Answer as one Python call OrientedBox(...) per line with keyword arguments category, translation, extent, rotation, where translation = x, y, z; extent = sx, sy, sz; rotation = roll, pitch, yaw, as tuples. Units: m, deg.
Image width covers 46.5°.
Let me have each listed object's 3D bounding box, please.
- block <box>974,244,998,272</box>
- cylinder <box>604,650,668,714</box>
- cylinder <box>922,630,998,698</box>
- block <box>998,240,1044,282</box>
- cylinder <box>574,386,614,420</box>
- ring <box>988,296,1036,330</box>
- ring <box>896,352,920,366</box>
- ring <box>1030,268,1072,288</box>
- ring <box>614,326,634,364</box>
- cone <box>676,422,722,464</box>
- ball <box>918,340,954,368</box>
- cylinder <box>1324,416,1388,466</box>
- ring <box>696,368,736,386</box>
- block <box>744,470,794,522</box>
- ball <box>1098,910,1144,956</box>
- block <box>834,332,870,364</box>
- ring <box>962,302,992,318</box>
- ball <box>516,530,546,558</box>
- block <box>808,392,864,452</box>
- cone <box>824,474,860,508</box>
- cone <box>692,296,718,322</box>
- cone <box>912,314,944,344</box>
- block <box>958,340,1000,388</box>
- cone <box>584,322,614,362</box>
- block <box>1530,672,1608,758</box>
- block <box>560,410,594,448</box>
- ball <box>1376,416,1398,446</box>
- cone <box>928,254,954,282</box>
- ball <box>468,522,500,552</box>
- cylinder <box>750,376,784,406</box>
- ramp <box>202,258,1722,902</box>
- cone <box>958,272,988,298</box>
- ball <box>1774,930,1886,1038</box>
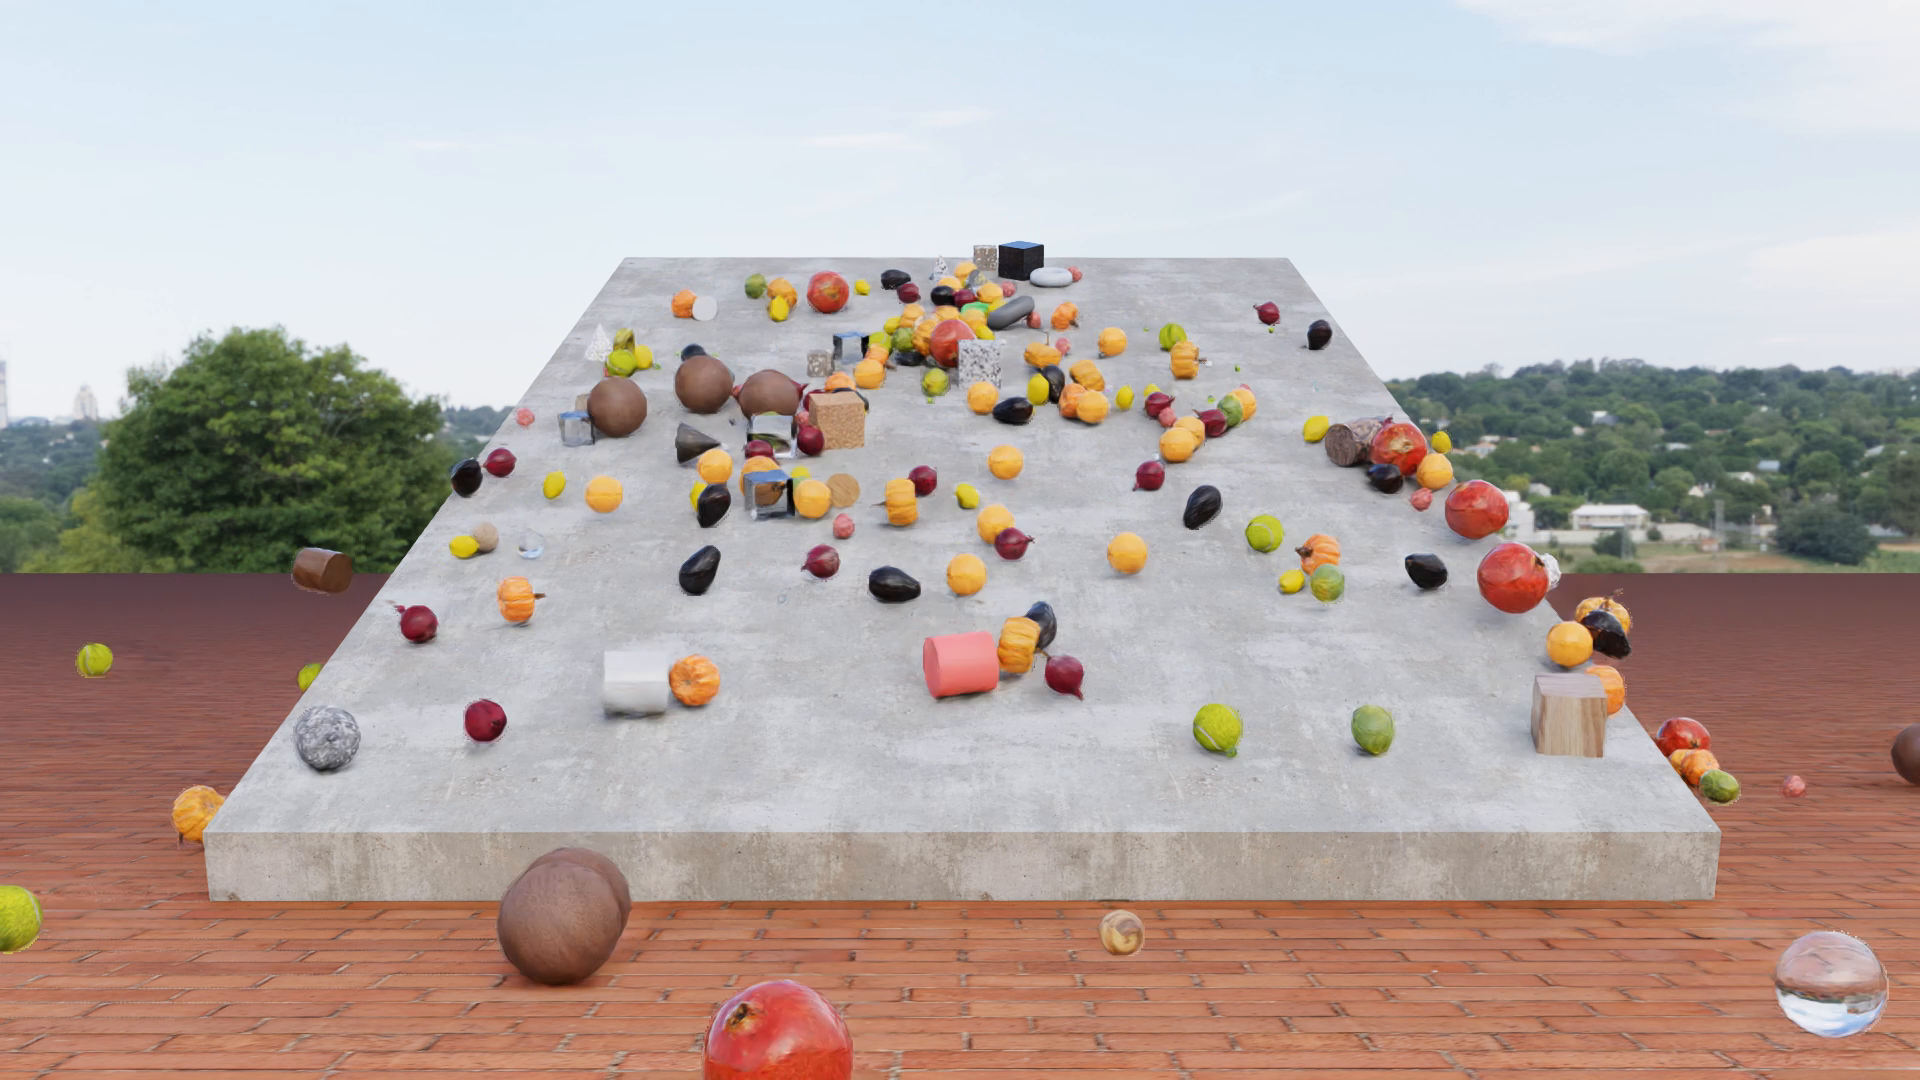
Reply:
OrientedBox(category="block", translation=(0.074, -0.828, 6.567), extent=(0.065, 0.065, 0.065), rotation=(-1, 18, -4))
OrientedBox(category="cylinder", translation=(-0.479, 0.211, 3.309), extent=(0.092, 0.092, 0.092), rotation=(-1, -1, -9))
OrientedBox(category="cylinder", translation=(0.001, 0.188, 3.397), extent=(0.092, 0.092, 0.092), rotation=(-6, 1, -17))
OrientedBox(category="block", translation=(0.176, -0.805, 6.452), extent=(0.093, 0.093, 0.093), rotation=(15, 23, 38))
OrientedBox(category="cylinder", translation=(-0.807, -0.300, 4.940), extent=(0.065, 0.065, 0.065), rotation=(0, 18, 22))
OrientedBox(category="ring", translation=(0.133, -0.591, 5.806), extent=(0.137, 0.046, 0.137), rotation=(-28, 9, 5))
OrientedBox(category="ring", translation=(-0.118, -0.441, 5.440), extent=(0.077, 0.026, 0.077), rotation=(1, 18, 0))
OrientedBox(category="ring", translation=(0.259, -0.746, 6.357), extent=(0.122, 0.041, 0.122), rotation=(1, 19, 0))
OrientedBox(category="ring", translation=(-0.812, -0.469, 5.407), extent=(0.031, 0.093, 0.093), rotation=(6, 1, 13))
OrientedBox(category="cone", translation=(-0.527, -0.198, 4.573), extent=(0.086, 0.086, 0.086), rotation=(0, -1, 9))
OrientedBox(category="ball", translation=(-0.059, -0.441, 5.431), extent=(0.090, 0.090, 0.090), rotation=(0, -1, 0))
OrientedBox(category="cylinder", translation=(0.816, -0.203, 4.608), extent=(0.090, 0.090, 0.090), rotation=(-13, 7, -35))
OrientedBox(category="ring", translation=(-0.573, -0.382, 5.249), extent=(0.091, 0.030, 0.091), rotation=(-1, 17, 0))
OrientedBox(category="block", translation=(-0.364, -0.085, 4.265), extent=(0.075, 0.075, 0.075), rotation=(-7, 19, -21))
OrientedBox(category="ball", translation=(0.184, 0.449, 2.555), extent=(0.052, 0.052, 0.052), rotation=(0, -1, 0))
OrientedBox(category="block", translation=(-0.265, -0.469, 5.464), extent=(0.064, 0.064, 0.064), rotation=(-10, 20, -28))
OrientedBox(category="ring", translation=(0.044, -0.614, 5.971), extent=(0.083, 0.028, 0.083), rotation=(-1, 19, 0))
OrientedBox(category="ball", translation=(-0.770, 0.009, 4.015), extent=(0.050, 0.050, 0.050), rotation=(0, -1, 0))
OrientedBox(category="block", translation=(-0.262, -0.252, 4.741), extent=(0.099, 0.099, 0.099), rotation=(-5, 19, -14))
OrientedBox(category="cone", translation=(-0.230, -0.090, 4.354), extent=(0.068, 0.068, 0.068), rotation=(0, -9, -5))
OrientedBox(category="cone", translation=(-0.663, -0.605, 5.930), extent=(0.072, 0.072, 0.072), rotation=(0, -10, 16))
OrientedBox(category="cone", translation=(-0.091, -0.518, 5.659), extent=(0.085, 0.085, 0.085), rotation=(0, -14, -14))
OrientedBox(category="block", translation=(0.044, -0.412, 5.240), extent=(0.096, 0.096, 0.096), rotation=(-1, 18, -2))
OrientedBox(category="cone", translation=(-0.883, -0.492, 5.494), extent=(0.088, 0.088, 0.088), rotation=(0, 18, 0))
OrientedBox(category="block", translation=(0.874, 0.250, 3.214), extent=(0.090, 0.090, 0.090), rotation=(2, 18, 7))
OrientedBox(category="block", translation=(-0.814, -0.236, 4.750), extent=(0.061, 0.061, 0.061), rotation=(-6, 19, -19))
OrientedBox(category="ball", translation=(0.890, -0.229, 4.727), extent=(0.066, 0.066, 0.066), rotation=(0, -1, 0))
OrientedBox(category="cone", translation=(-0.056, -0.782, 6.407), extent=(0.077, 0.077, 0.077), rotation=(0, 18, 0))
OrientedBox(category="ball", translation=(-0.861, -0.005, 4.049), extent=(0.056, 0.056, 0.056), rotation=(0, -1, 0))
OrientedBox(category="cylinder", translation=(-0.441, -0.330, 5.091), extent=(0.076, 0.076, 0.076), rotation=(2, -3, 0))
OrientedBox(category="ramp", translation=(-0.004, -0.187, 4.862), extent=(2.000, 0.100, 4.000), rotation=(0, 18, 0))
OrientedBox(category="cone", translation=(0.023, -0.702, 6.226), extent=(0.080, 0.080, 0.080), rotation=(-3, -3, 41))
OrientedBox(category="ball", translation=(0.822, 0.420, 2.113), extent=(0.099, 0.099, 0.099), rotation=(0, -1, 0))
